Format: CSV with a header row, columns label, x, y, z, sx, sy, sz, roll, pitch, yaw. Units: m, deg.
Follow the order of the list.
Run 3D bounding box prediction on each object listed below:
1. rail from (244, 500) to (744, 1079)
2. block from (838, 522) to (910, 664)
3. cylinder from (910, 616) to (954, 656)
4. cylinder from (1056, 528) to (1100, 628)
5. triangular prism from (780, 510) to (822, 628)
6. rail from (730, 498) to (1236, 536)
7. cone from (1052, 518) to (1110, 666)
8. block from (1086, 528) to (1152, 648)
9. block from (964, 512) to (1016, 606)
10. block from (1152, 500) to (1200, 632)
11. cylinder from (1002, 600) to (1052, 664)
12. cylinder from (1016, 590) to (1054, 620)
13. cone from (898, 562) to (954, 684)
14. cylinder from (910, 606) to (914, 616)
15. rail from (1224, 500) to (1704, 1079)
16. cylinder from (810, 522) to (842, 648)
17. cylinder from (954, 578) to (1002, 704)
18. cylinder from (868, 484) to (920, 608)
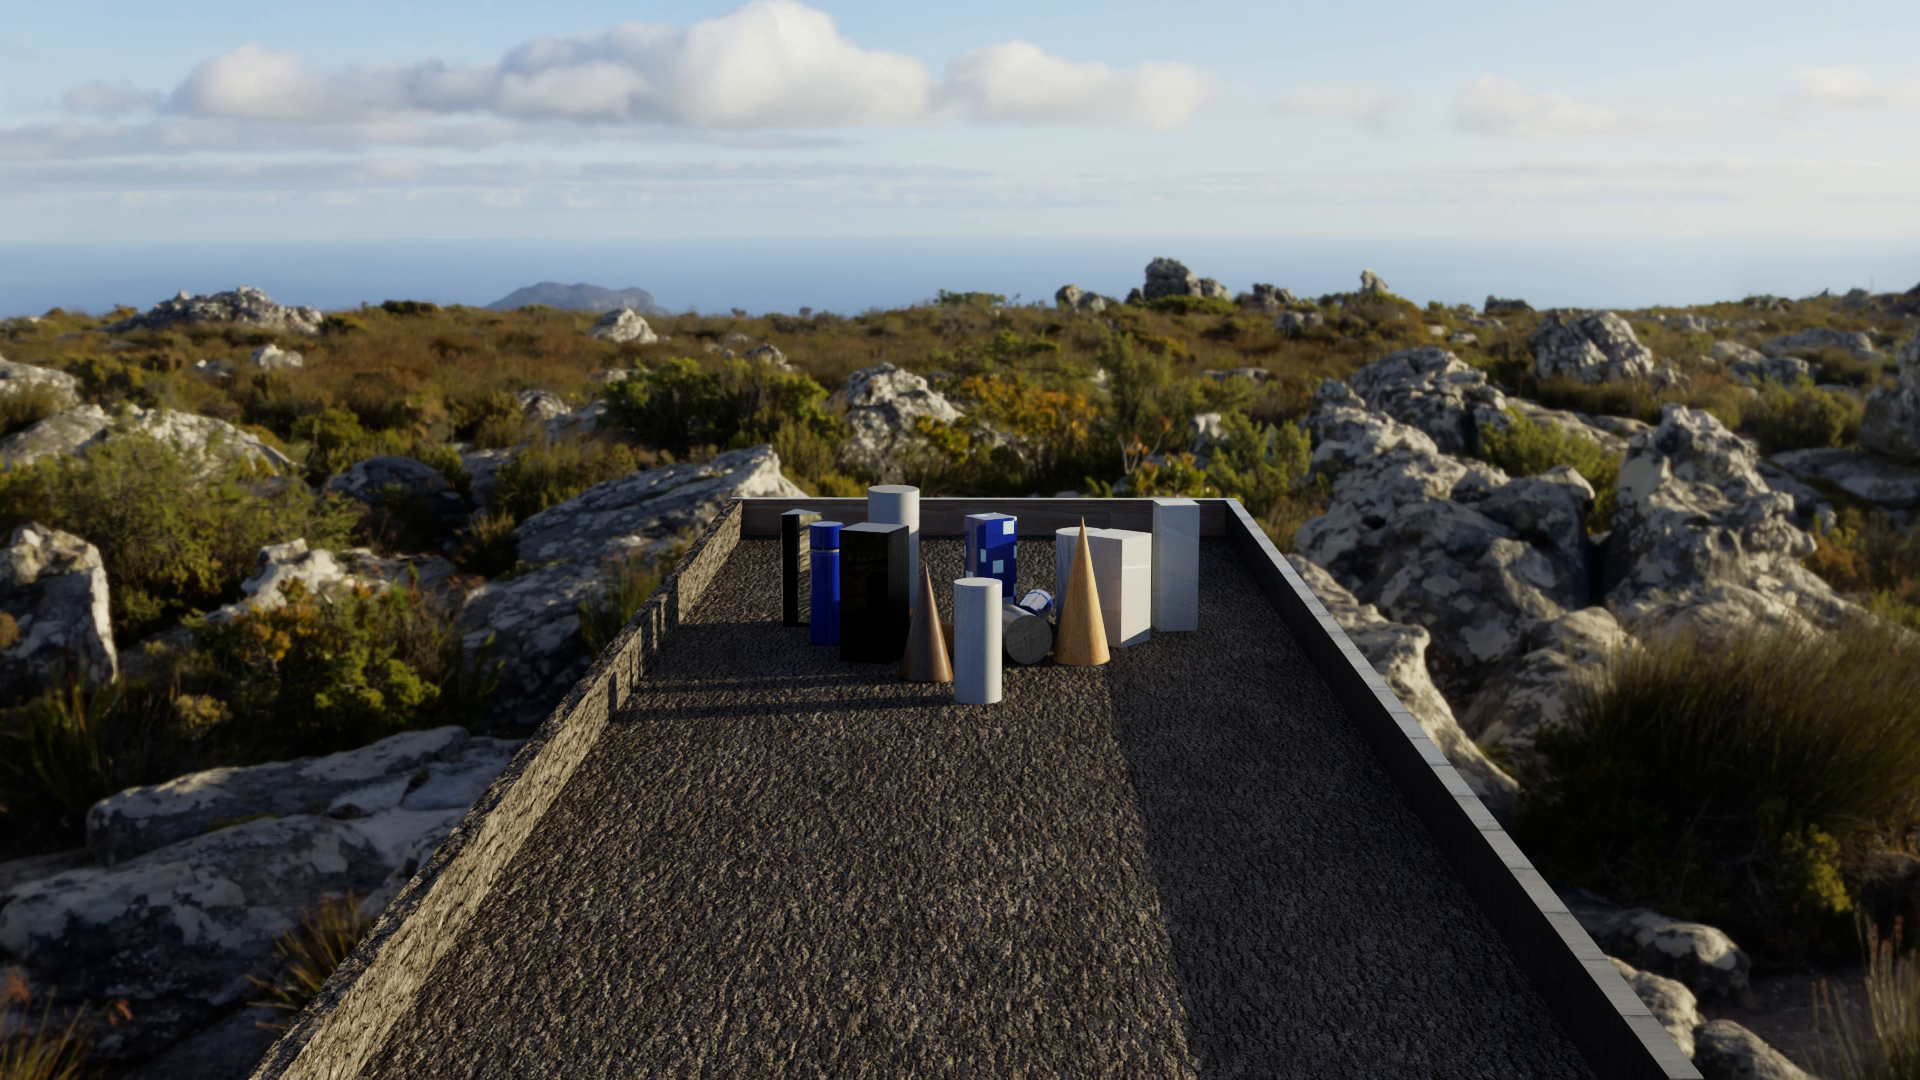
label,x,y,z,sx,sy,sz,roll,pitch,yaw
rail,-1.004,0.839,3.234,0.050,0.150,12.000,0,9,1
block,-0.260,0.161,6.705,0.161,0.403,0.161,4,10,22
cylinder,-0.190,0.286,6.881,0.446,0.101,0.101,7,11,36
cylinder,0.393,0.128,7.179,0.160,0.316,0.160,-1,11,0
triangular prism,-0.529,0.091,7.244,0.135,0.374,0.117,-2,9,-12
rail,0.099,-0.098,9.147,2.100,0.150,0.050,0,9,1
cone,0.370,0.146,6.677,0.176,0.442,0.176,0,9,0
block,0.493,0.151,6.962,0.159,0.343,0.159,7,12,39
block,0.100,0.102,7.209,0.122,0.363,0.122,-6,11,-34
block,0.702,0.082,7.173,0.126,0.413,0.126,-1,9,-7
cylinder,0.144,0.273,6.805,0.150,0.150,0.377,-3,10,-20
cylinder,0.229,0.239,7.165,0.106,0.106,0.303,2,9,11
cone,-0.101,0.231,6.438,0.165,0.348,0.165,0,9,0
cylinder,-0.271,0.252,7.086,0.351,0.105,0.105,7,11,37
rail,1.046,0.843,3.208,0.050,0.150,12.000,0,9,1
cylinder,-0.418,0.139,6.902,0.105,0.384,0.105,0,9,0
cylinder,0.050,0.282,6.164,0.134,0.334,0.134,0,9,0
cylinder,-0.218,0.056,7.196,0.166,0.453,0.166,1,11,0
